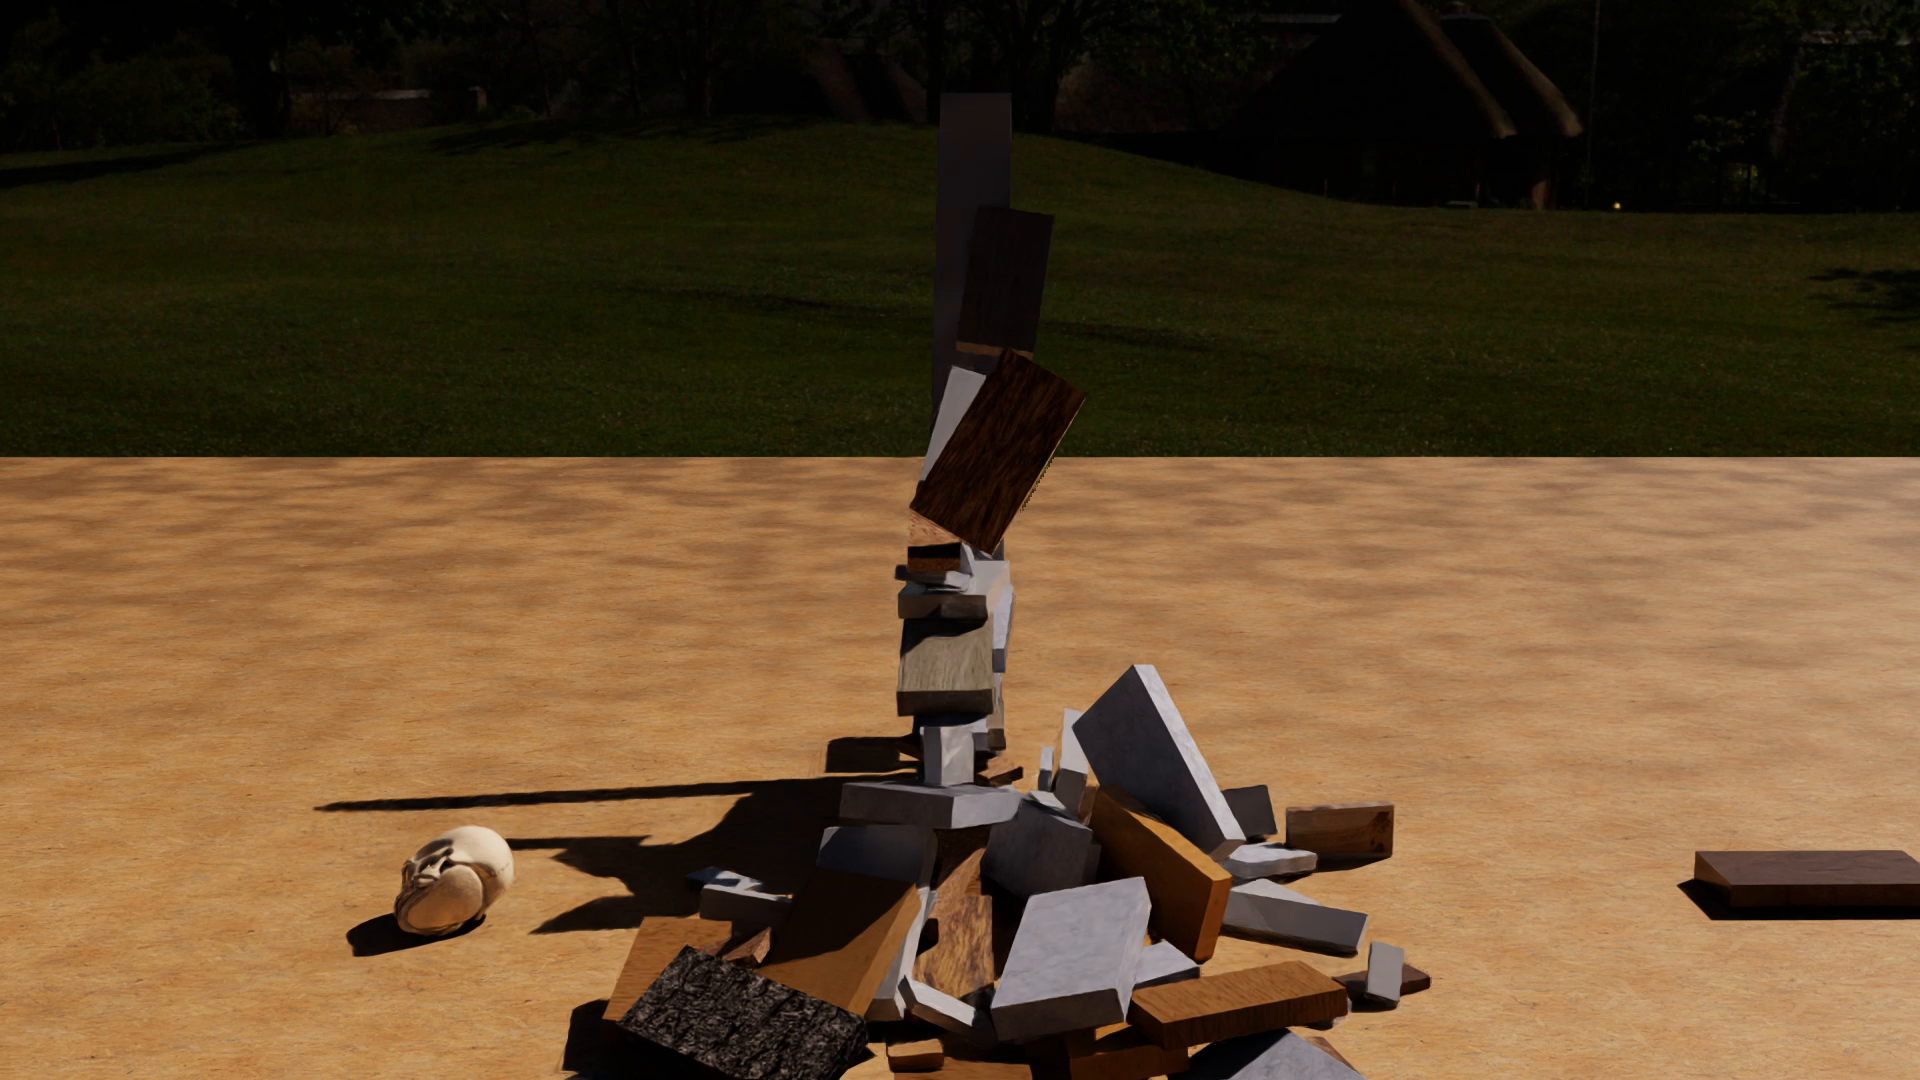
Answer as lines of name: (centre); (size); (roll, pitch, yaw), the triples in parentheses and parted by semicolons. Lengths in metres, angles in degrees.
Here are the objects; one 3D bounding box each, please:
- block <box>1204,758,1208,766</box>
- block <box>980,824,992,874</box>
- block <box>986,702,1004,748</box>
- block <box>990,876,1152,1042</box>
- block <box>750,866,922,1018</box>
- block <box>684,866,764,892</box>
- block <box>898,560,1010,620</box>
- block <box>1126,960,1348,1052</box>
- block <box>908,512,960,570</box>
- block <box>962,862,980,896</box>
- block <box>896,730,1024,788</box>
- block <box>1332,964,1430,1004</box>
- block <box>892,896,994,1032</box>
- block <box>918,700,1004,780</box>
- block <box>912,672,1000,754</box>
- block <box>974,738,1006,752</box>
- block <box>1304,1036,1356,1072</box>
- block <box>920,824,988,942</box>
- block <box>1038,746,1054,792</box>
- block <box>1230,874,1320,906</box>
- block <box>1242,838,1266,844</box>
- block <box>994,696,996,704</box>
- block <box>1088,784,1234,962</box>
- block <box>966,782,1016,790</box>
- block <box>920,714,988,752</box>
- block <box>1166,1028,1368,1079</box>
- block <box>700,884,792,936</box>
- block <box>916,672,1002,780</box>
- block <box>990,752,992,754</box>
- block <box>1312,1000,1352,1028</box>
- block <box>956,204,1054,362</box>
block: (0.381, 0.417, 4.136); (0.173, 0.049, 0.346); (30, 5, 3)
block: (0.002, 0.504, 3.858); (0.111, 0.031, 0.221); (0, 29, 1)
block: (0.014, 0.325, 3.973); (0.115, 0.033, 0.230); (-2, 12, -3)
block: (0.156, 0.566, 2.998); (0.170, 0.048, 0.340); (-12, 13, 14)
block: (-0.198, 0.601, 3.050); (0.167, 0.047, 0.334); (5, 41, 25)
block: (-0.396, 0.577, 3.690); (0.125, 0.018, 0.063); (9, 14, 39)
block: (-0.008, 0.094, 4.245); (0.167, 0.047, 0.334); (0, 10, 9)
block: (0.360, 0.610, 2.892); (0.263, 0.037, 0.131); (-6, 8, -19)
block: (-0.046, -0.004, 3.996); (0.093, 0.026, 0.186); (0, 30, 0)
block: (-0.038, 0.566, 3.420); (0.142, 0.040, 0.283); (0, 31, 0)
block: (-0.003, 0.390, 3.938); (0.079, 0.022, 0.257); (-15, 21, -38)
block: (0.625, 0.657, 3.260); (0.131, 0.018, 0.065); (-6, 12, -28)
block: (-0.023, 0.618, 3.225); (0.142, 0.040, 0.283); (0, 24, 0)
block: (0.002, 0.417, 4.122); (0.154, 0.044, 0.309); (0, 36, 3)
block: (-0.003, 0.289, 4.223); (0.154, 0.044, 0.309); (1, 36, 3)
block: (0.031, 0.349, 3.991); (0.079, 0.022, 0.157); (-3, 12, -8)
block: (0.463, 0.699, 2.862); (0.095, 0.027, 0.190); (0, 10, -13)
block: (-0.061, 0.510, 3.364); (0.142, 0.040, 0.283); (6, 24, 14)
block: (0.150, 0.424, 3.900); (0.022, 0.079, 0.158); (6, 10, 3)
block: (0.492, 0.589, 3.603); (0.095, 0.027, 0.190); (-6, 12, -31)
block: (0.491, 0.532, 3.944); (0.101, 0.014, 0.050); (-2, 11, -11)
block: (0.006, 0.265, 4.107); (0.115, 0.033, 0.230); (-1, 10, 0)
block: (0.304, 0.520, 3.451); (0.041, 0.145, 0.291); (-5, 27, -35)
block: (0.023, 0.433, 3.887); (0.111, 0.031, 0.221); (-2, 14, -16)
block: (-0.012, 0.312, 3.872); (0.115, 0.033, 0.230); (-2, 17, 0)
block: (0.395, 0.695, 2.758); (0.153, 0.043, 0.307); (-30, 15, -15)
block: (-0.302, 0.574, 3.280); (0.182, 0.091, 0.026); (6, 7, 21)
block: (0.001, 0.356, 4.277); (0.154, 0.044, 0.309); (1, 52, 3)
block: (0.003, 0.461, 3.990); (0.111, 0.031, 0.221); (0, 40, -1)
block: (0.490, 0.671, 3.180); (0.134, 0.019, 0.067); (7, 12, 32)
block: (0.091, -0.520, 4.440); (0.156, 0.312, 0.044); (9, -21, 1)
